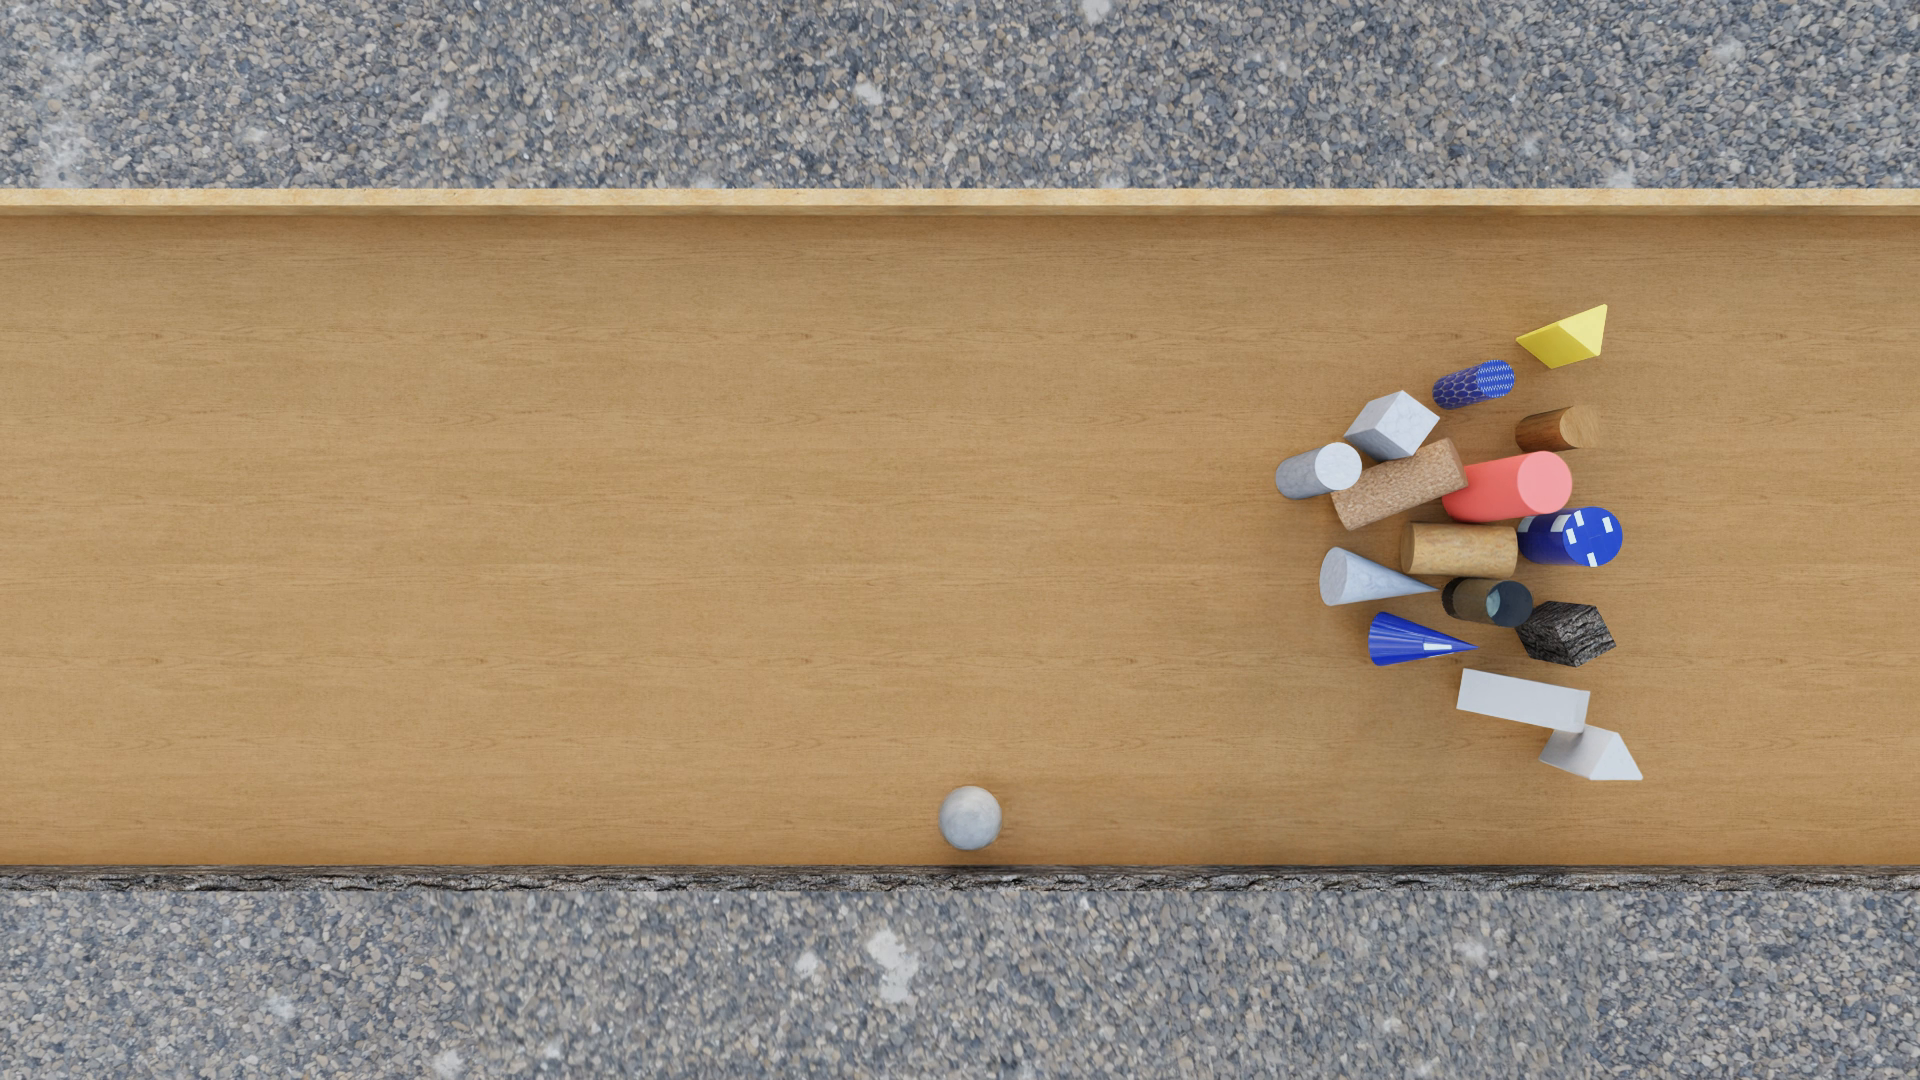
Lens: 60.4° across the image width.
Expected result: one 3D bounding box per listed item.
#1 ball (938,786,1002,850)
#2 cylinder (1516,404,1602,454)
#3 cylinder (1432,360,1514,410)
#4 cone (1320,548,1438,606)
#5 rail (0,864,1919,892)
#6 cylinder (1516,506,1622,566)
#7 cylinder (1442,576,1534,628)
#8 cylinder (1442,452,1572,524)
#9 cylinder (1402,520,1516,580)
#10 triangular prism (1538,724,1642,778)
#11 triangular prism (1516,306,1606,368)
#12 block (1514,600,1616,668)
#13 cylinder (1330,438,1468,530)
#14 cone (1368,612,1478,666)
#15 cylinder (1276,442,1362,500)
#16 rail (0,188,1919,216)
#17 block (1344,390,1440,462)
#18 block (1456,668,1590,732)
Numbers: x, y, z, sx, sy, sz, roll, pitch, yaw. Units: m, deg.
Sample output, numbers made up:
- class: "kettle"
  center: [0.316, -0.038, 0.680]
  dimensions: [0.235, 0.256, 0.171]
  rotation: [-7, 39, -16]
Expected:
- class: "ball"
  center: [0.032, 0.840, 4.980]
  dimensions: [0.193, 0.193, 0.193]
  rotation: [0, 90, 0]
- class: "cylinder"
  center: [1.770, -0.324, 4.888]
  dimensions: [0.123, 0.377, 0.123]
  rotation: [0, 90, 0]
- class: "cylinder"
  center: [1.507, -0.454, 4.858]
  dimensions: [0.107, 0.436, 0.107]
  rotation: [0, 90, 0]
- class: "cone"
  center: [1.305, 0.132, 5.033]
  dimensions: [0.365, 0.179, 0.179]
  rotation: [7, 90, -14]
- class: "rail"
  center: [-2.247, 1.025, 5.001]
  dimensions: [12.000, 0.150, 0.050]
  rotation: [0, 90, 0]
- class: "cylinder"
  center: [1.797, -0.010, 4.880]
  dimensions: [0.170, 0.392, 0.170]
  rotation: [0, 90, 0]
- class: "cylinder"
  center: [1.549, 0.180, 4.862]
  dimensions: [0.133, 0.429, 0.133]
  rotation: [0, 90, 0]
- class: "cylinder"
  center: [1.606, -0.150, 4.863]
  dimensions: [0.178, 0.393, 0.178]
  rotation: [1, 86, -15]
- class: "cylinder"
  center: [1.509, 0.029, 4.997]
  dimensions: [0.307, 0.160, 0.160]
  rotation: [5, 90, 5]
- class: "triangular prism"
  center: [1.858, 0.612, 4.877]
  dimensions: [0.150, 0.396, 0.130]
  rotation: [0, 90, -1]
- class: "triangular prism"
  center: [1.806, -0.622, 4.894]
  dimensions: [0.146, 0.365, 0.126]
  rotation: [39, 90, 0]
- class: "block"
  center: [1.782, 0.275, 4.885]
  dimensions: [0.131, 0.382, 0.131]
  rotation: [-28, 90, 0]
- class: "cylinder"
  center: [1.311, -0.165, 4.934]
  dimensions: [0.369, 0.157, 0.157]
  rotation: [-23, 90, 23]
- class: "cone"
  center: [1.400, 0.307, 4.908]
  dimensions: [0.316, 0.168, 0.168]
  rotation: [3, 90, 42]
- class: "cylinder"
  center: [1.049, -0.199, 4.852]
  dimensions: [0.134, 0.441, 0.134]
  rotation: [0, 88, -4]
- class: "rail"
  center: [-2.247, -1.025, 5.002]
  dimensions: [12.000, 0.150, 0.050]
  rotation: [0, 90, 0]
- class: "block"
  center: [1.272, -0.333, 4.882]
  dimensions: [0.133, 0.389, 0.133]
  rotation: [36, 90, 0]
- class: "block"
  center: [1.680, 0.478, 4.926]
  dimensions: [0.341, 0.124, 0.124]
  rotation: [10, 90, 36]
